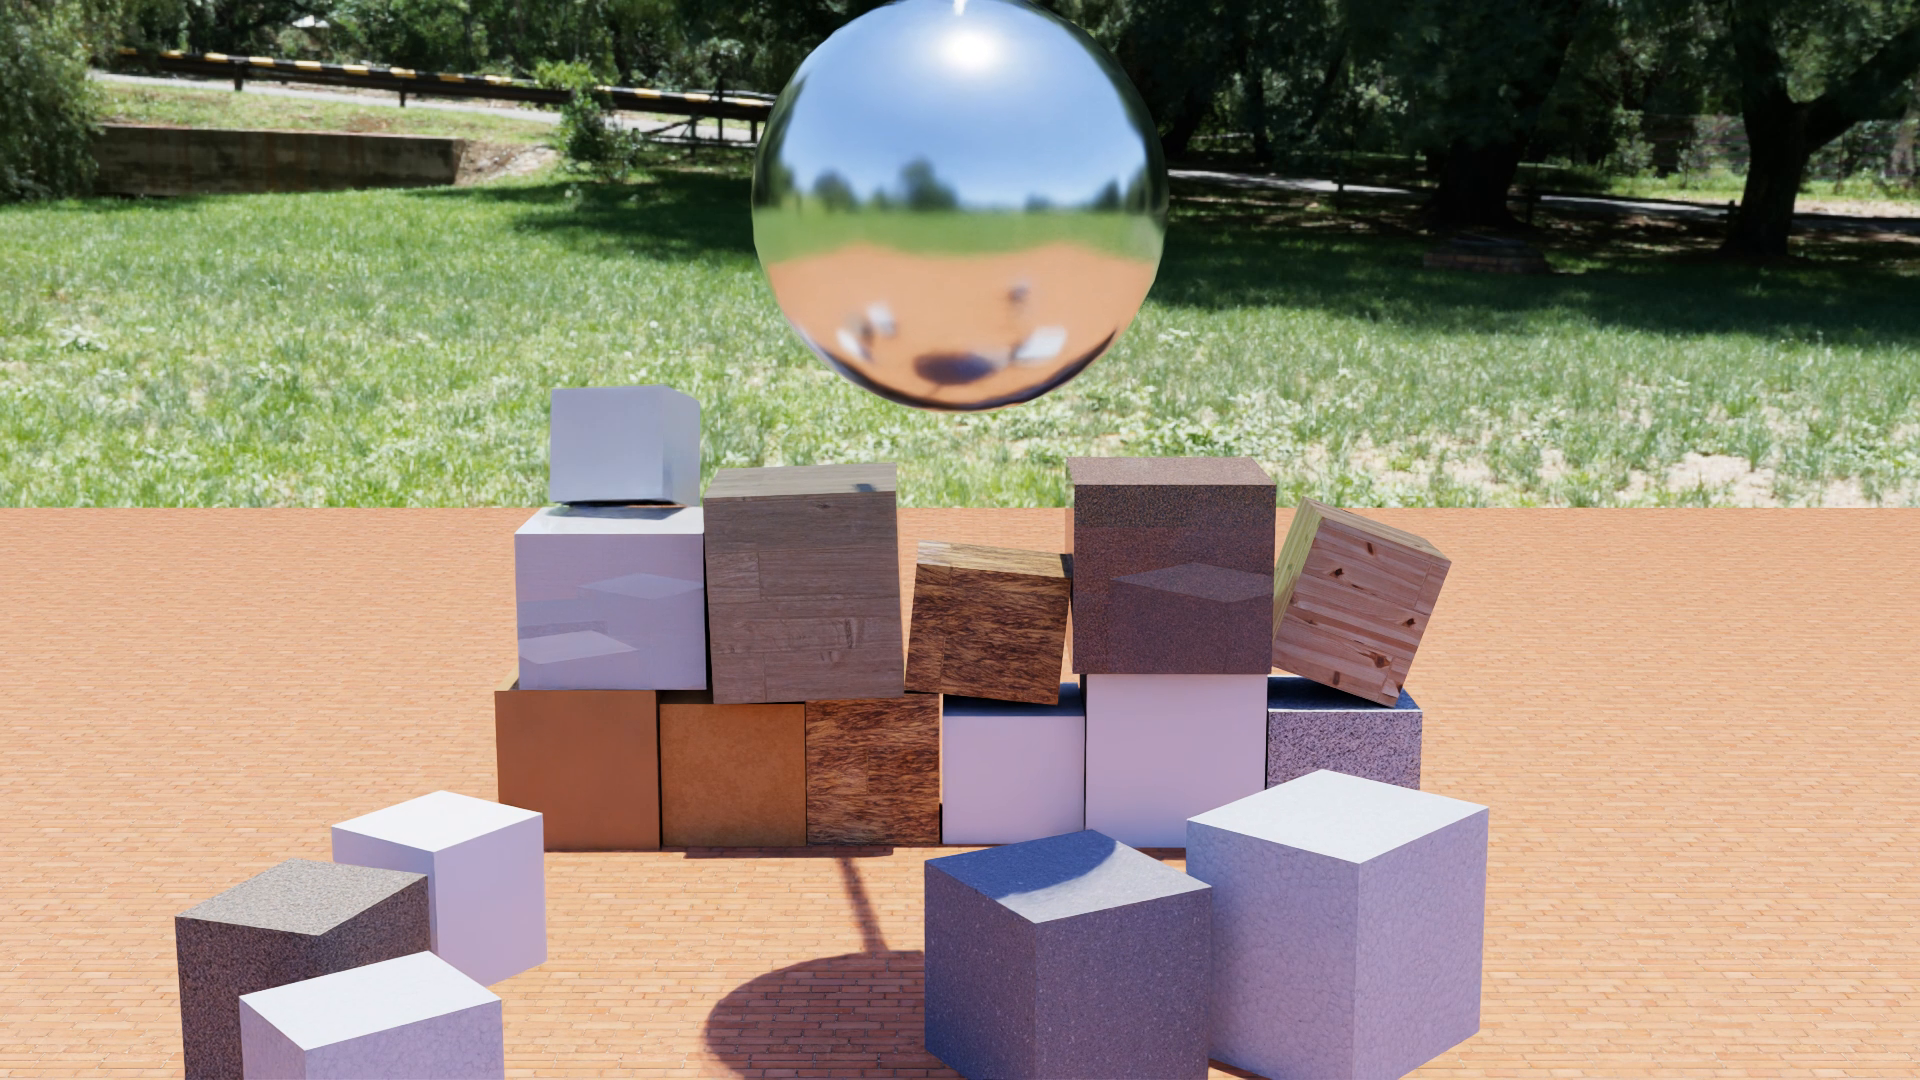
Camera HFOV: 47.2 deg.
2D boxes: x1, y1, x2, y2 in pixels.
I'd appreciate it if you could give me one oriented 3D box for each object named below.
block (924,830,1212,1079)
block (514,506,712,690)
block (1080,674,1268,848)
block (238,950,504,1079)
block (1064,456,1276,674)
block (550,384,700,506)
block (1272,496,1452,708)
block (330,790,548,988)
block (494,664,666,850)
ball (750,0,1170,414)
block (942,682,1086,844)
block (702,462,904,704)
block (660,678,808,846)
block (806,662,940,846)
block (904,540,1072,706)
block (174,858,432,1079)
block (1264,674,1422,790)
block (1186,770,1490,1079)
[{"bbox_3d":[0.400,1.640,8.393,0.777,0.770,0.804,-6,12,-30],"label":"block"},{"bbox_3d":[-1.723,0.284,11.212,0.924,0.786,0.792,0,10,-1],"label":"block"},{"bbox_3d":[1.079,1.022,11.353,0.893,0.928,0.772,0,10,0],"label":"block"},{"bbox_3d":[-2.005,1.867,7.528,0.692,0.634,0.575,-8,13,-38],"label":"block"},{"bbox_3d":[1.039,0.111,11.142,0.974,0.939,0.944,0,10,0],"label":"block"},{"bbox_3d":[-1.741,-0.469,11.487,0.606,0.579,0.593,-1,-5,12],"label":"block"},{"bbox_3d":[1.980,0.305,11.247,0.685,0.791,0.661,19,10,-3],"label":"block"},{"bbox_3d":[-2.215,1.513,9.383,0.616,0.665,0.619,7,12,33],"label":"block"},{"bbox_3d":[-1.905,1.074,11.360,0.797,0.822,0.836,0,10,0],"label":"block"},{"bbox_3d":[0.000,-1.285,8.415,1.600,1.600,1.600,0,10,0],"label":"ball"},{"bbox_3d":[0.269,1.146,11.404,0.714,0.664,0.707,0,10,0],"label":"block"},{"bbox_3d":[-0.771,0.200,11.203,0.936,1.029,0.968,-2,10,-1],"label":"block"},{"bbox_3d":[-1.135,1.113,11.381,0.723,0.738,0.750,0,10,0],"label":"block"},{"bbox_3d":[-0.437,1.091,11.372,0.665,0.785,0.713,0,10,0],"label":"block"},{"bbox_3d":[0.137,0.410,11.241,0.769,0.647,0.666,6,10,-1],"label":"block"},{"bbox_3d":[-2.505,1.682,8.460,0.632,0.664,0.711,4,11,19],"label":"block"},{"bbox_3d":[1.921,1.131,11.381,0.765,0.702,0.762,0,10,0],"label":"block"},{"bbox_3d":[1.471,1.518,8.608,0.774,0.934,0.934,9,14,42],"label":"block"}]
